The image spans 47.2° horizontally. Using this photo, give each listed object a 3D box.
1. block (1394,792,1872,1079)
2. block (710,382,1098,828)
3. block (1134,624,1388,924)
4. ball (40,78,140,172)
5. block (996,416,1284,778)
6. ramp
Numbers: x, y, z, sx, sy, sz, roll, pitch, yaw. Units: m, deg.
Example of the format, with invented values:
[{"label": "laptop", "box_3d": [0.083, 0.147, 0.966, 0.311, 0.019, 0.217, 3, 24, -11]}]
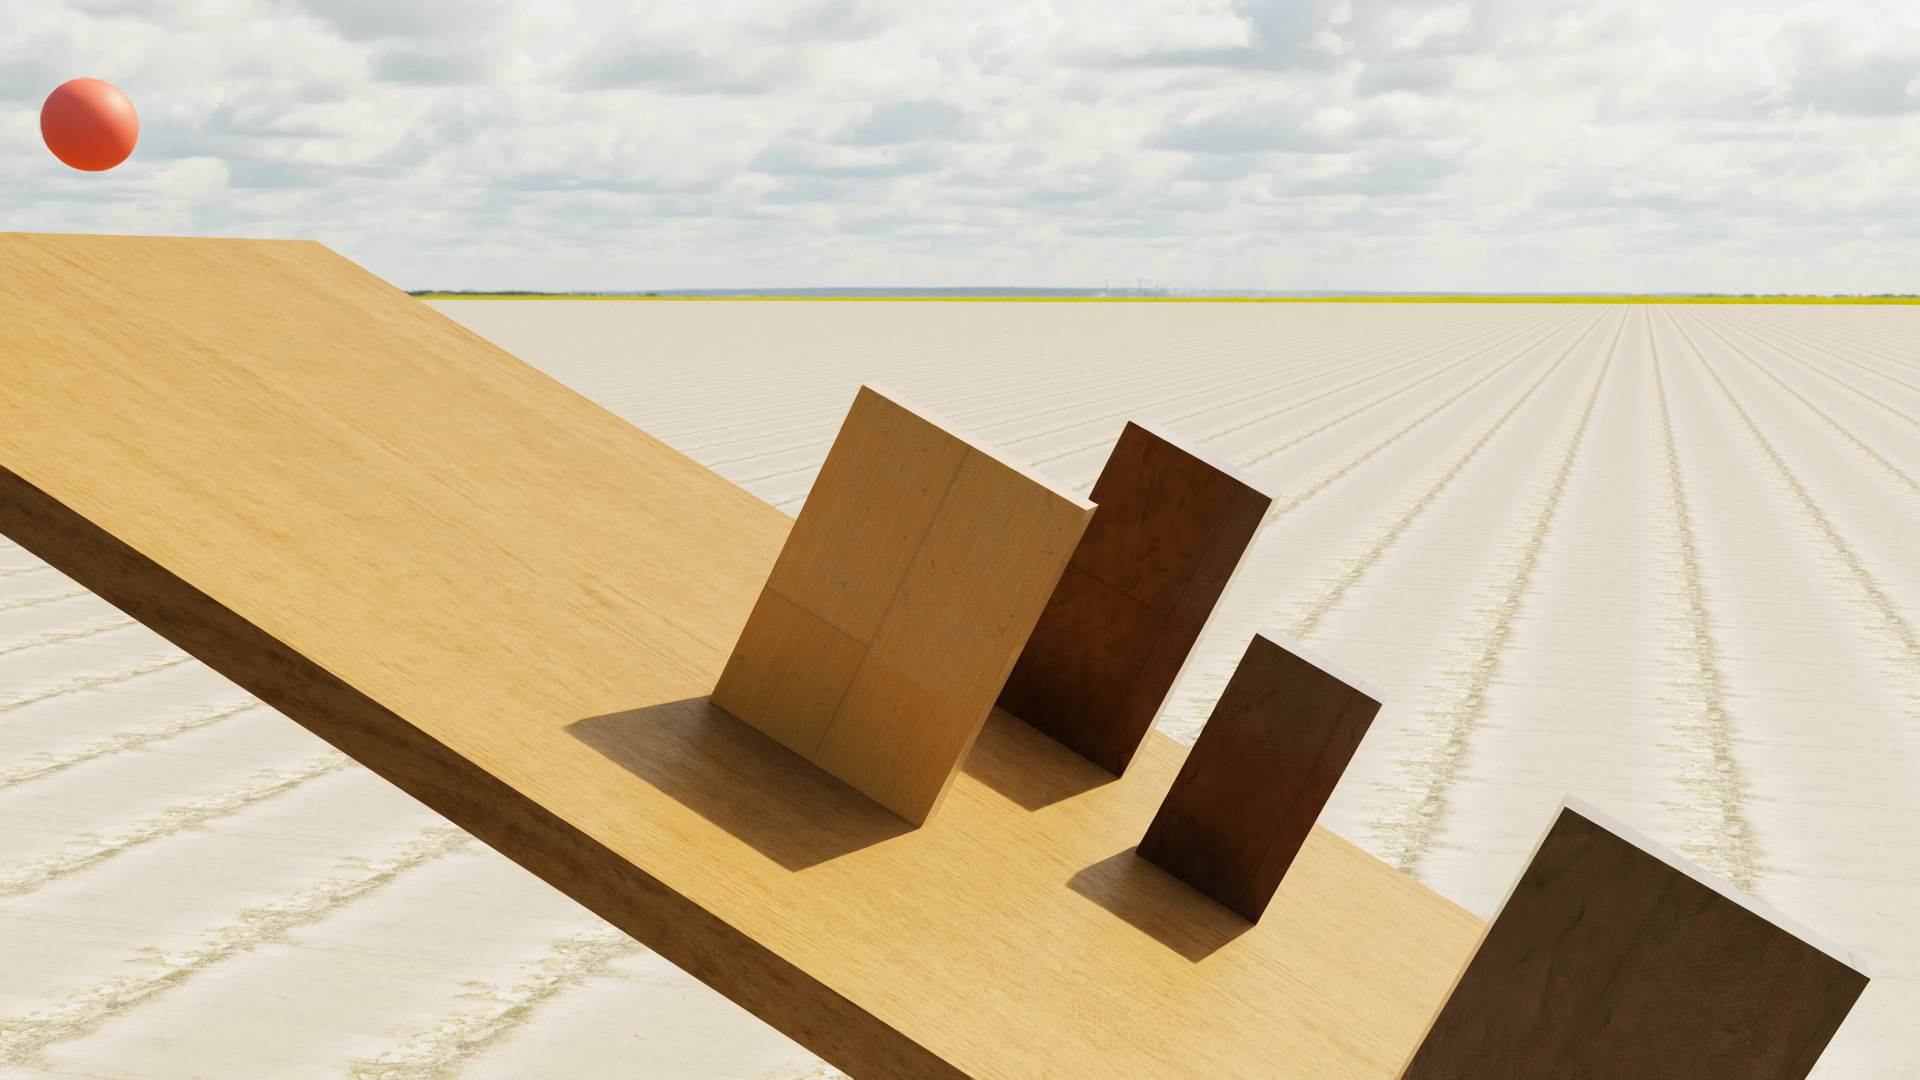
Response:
[{"label": "block", "box_3d": [0.856, 0.770, 3.037, 0.441, 0.715, 0.085, 30, 14, 12]}, {"label": "block", "box_3d": [-0.105, 0.112, 3.820, 0.444, 0.635, 0.084, 30, 14, 12]}, {"label": "block", "box_3d": [0.568, 0.443, 4.155, 0.264, 0.492, 0.098, 30, 14, 12]}, {"label": "ball", "box_3d": [-1.588, -0.758, 4.015, 0.169, 0.169, 0.169, 0, 7, 0]}, {"label": "block", "box_3d": [0.358, 0.118, 4.580, 0.333, 0.667, 0.137, 30, 14, 12]}, {"label": "ramp", "box_3d": [-0.229, 0.382, 4.151, 4.000, 0.100, 2.000, 30, 14, 12]}]
